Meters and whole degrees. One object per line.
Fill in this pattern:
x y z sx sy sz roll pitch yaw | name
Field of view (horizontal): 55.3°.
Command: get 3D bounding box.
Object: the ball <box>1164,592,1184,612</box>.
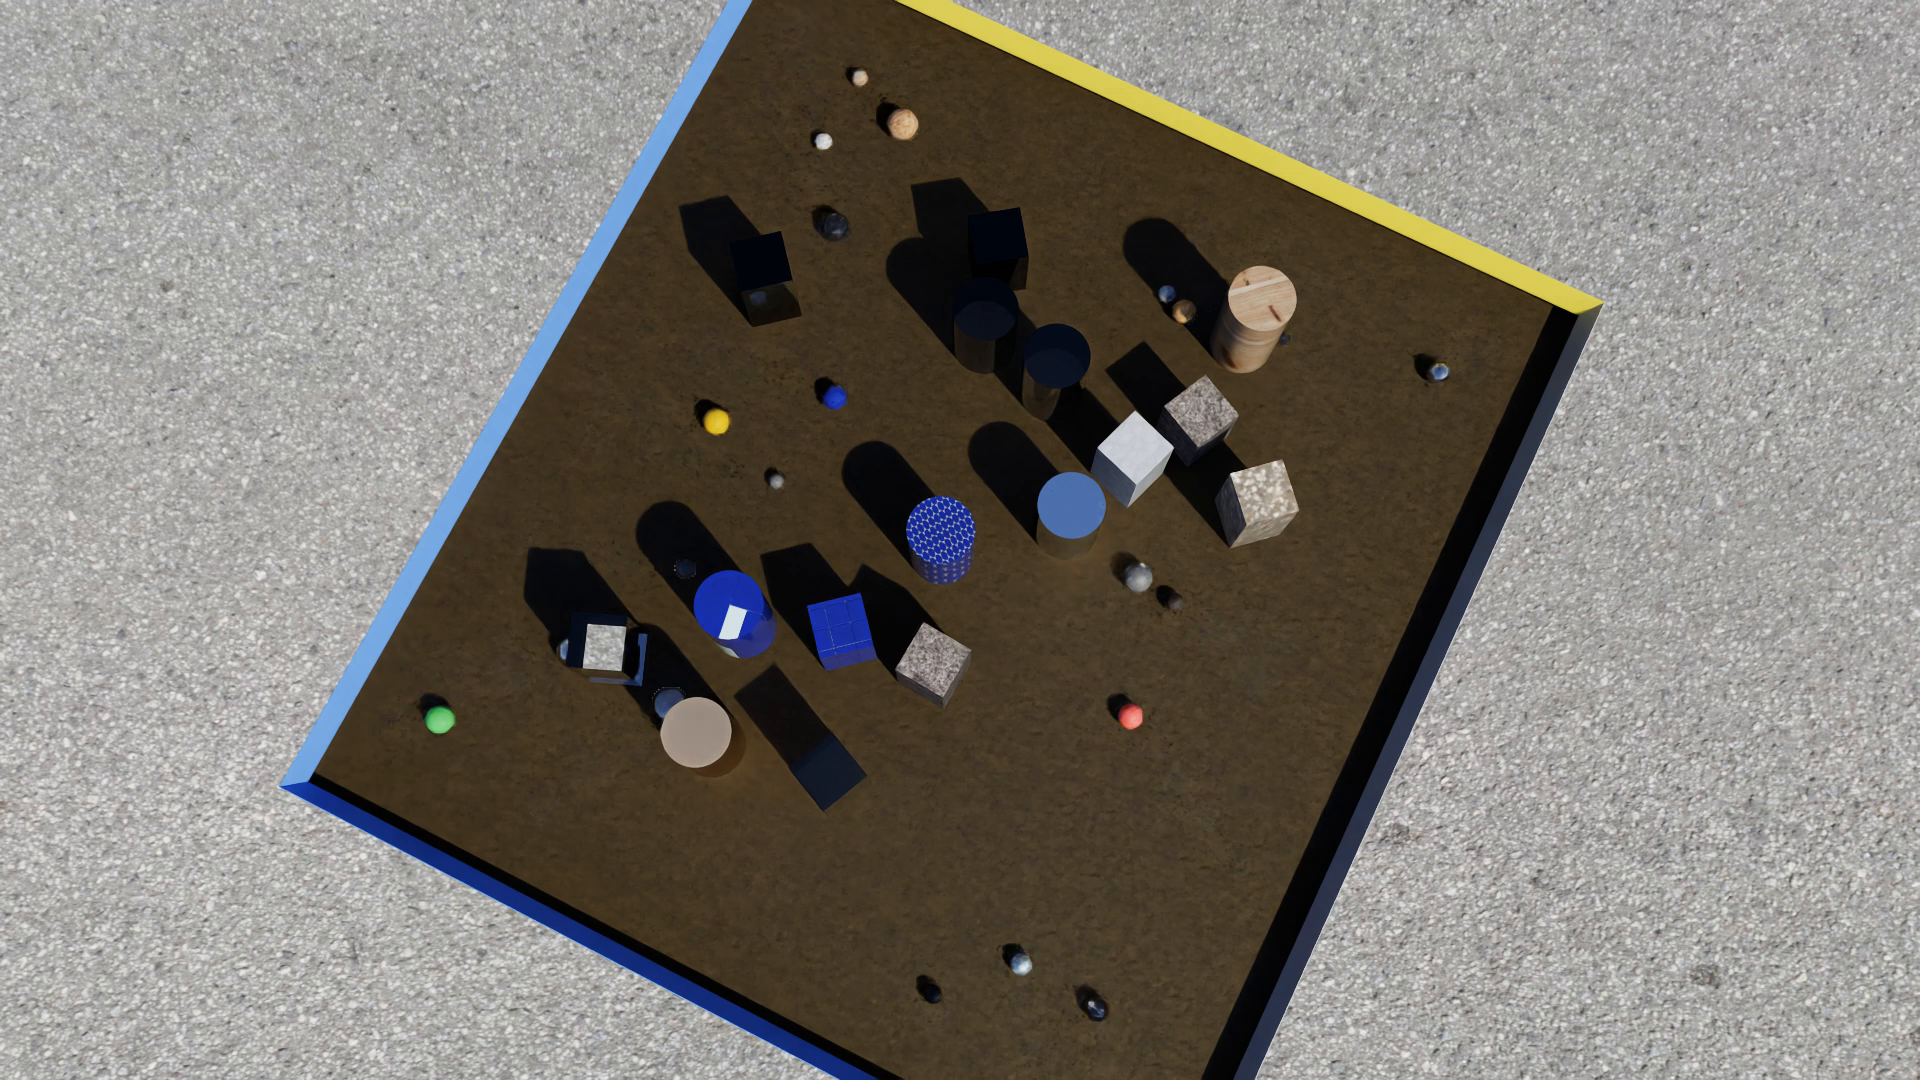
0.649 0.190 5.547 0.060 0.060 0.060 0 78 0 | ball

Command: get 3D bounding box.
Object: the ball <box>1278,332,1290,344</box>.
1.010 -0.631 5.726 0.042 0.042 0.042 0 78 0 | ball

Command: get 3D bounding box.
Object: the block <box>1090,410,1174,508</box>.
0.513 -0.238 5.505 0.159 0.314 0.159 44 82 8 | block

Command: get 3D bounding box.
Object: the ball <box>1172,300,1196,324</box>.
0.700 -0.714 5.726 0.075 0.075 0.075 0 78 0 | ball

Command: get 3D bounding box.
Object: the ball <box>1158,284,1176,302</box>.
0.649 -0.773 5.748 0.056 0.056 0.056 0 78 0 | ball

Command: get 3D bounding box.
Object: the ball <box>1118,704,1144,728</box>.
0.509 0.526 5.469 0.076 0.076 0.076 0 78 0 | ball

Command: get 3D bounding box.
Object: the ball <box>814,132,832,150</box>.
-0.436 -1.273 5.852 0.054 0.054 0.054 0 78 0 | ball

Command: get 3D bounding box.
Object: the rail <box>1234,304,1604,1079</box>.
1.270 0.629 5.420 0.045 0.129 3.100 26 80 5 | rail

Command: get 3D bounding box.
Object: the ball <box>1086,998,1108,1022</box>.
0.396 1.359 5.301 0.068 0.068 0.068 0 78 0 | ball

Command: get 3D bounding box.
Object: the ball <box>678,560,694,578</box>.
-0.834 0.087 5.572 0.052 0.052 0.052 0 78 0 | ball

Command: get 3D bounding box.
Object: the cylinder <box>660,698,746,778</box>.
-0.740 0.575 5.316 0.199 0.355 0.199 0 78 0 | cylinder

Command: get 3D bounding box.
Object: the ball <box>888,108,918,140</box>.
-0.183 -1.325 5.840 0.099 0.099 0.099 0 78 0 | ball

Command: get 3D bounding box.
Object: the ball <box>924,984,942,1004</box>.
-0.080 1.317 5.316 0.055 0.055 0.055 0 78 0 | ball

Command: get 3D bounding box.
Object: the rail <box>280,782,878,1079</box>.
-0.683 1.344 5.272 2.888 0.129 0.045 26 80 5 | rail

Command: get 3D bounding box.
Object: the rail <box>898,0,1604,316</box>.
0.683 -1.330 5.825 2.888 0.129 0.045 26 80 5 | rail

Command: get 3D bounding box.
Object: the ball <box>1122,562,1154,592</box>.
0.538 0.114 5.546 0.091 0.091 0.091 0 78 0 | ball

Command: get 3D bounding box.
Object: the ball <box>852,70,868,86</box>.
-0.323 -1.487 5.897 0.054 0.054 0.054 0 78 0 | ball

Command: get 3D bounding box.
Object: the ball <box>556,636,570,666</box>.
-1.161 0.334 5.497 0.098 0.098 0.098 0 78 0 | ball

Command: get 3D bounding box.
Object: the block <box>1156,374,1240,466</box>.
0.718 -0.359 5.564 0.159 0.248 0.159 -37 81 -7 | block

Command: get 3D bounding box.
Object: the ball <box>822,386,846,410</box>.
-0.388 -0.440 5.669 0.076 0.076 0.076 0 78 0 | ball

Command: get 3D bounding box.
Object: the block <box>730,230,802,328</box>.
-0.593 -0.795 5.612 0.159 0.331 0.159 -13 79 -3 | block

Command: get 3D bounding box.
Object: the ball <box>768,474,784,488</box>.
-0.564 -0.181 5.630 0.047 0.047 0.047 0 78 0 | ball

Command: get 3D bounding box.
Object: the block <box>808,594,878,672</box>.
-0.346 0.274 5.421 0.159 0.272 0.159 -14 79 -3 | block

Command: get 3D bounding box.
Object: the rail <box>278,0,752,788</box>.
-1.270 -0.615 5.677 0.045 0.129 3.100 26 80 5 | rail

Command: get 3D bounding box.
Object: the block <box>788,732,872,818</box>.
-0.372 0.684 5.311 0.159 0.320 0.159 -39 81 -7 | block

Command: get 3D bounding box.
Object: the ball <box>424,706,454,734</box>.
-1.551 0.535 5.462 0.085 0.085 0.085 0 78 0 | ball

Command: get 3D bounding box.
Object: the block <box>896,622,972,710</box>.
-0.077 0.372 5.383 0.159 0.307 0.159 30 80 6 | block

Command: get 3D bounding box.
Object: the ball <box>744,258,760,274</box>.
-0.655 -0.859 5.756 0.050 0.050 0.050 0 78 0 | ball

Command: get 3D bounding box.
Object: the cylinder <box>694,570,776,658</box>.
-0.655 0.222 5.373 0.199 0.386 0.199 0 78 0 | cylinder

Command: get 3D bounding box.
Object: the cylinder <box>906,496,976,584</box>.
-0.055 0.005 5.443 0.199 0.338 0.199 0 78 0 | cylinder

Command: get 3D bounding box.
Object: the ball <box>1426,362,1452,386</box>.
1.485 -0.517 5.685 0.075 0.075 0.075 0 78 0 | ball

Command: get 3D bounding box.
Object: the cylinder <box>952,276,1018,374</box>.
0.075 -0.650 5.580 0.199 0.336 0.199 0 78 0 | cylinder

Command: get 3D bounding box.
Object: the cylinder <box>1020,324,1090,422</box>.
0.283 -0.502 5.535 0.199 0.364 0.199 0 78 0 | cylinder

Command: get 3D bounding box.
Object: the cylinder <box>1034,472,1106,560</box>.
0.324 -0.069 5.468 0.199 0.320 0.199 0 78 0 | cylinder

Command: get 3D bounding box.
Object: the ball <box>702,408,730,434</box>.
-0.752 -0.366 5.650 0.083 0.083 0.083 0 78 0 | ball

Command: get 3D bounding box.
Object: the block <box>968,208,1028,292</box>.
0.116 -0.885 5.651 0.159 0.291 0.159 -9 78 -2 | block

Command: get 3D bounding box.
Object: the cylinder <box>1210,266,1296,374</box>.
0.880 -0.660 5.537 0.199 0.424 0.199 0 78 0 | cylinder

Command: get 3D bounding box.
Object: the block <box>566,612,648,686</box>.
-1.033 0.322 5.376 0.159 0.341 0.159 4 78 1 | block

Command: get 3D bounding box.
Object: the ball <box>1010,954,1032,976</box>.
0.178 1.235 5.329 0.063 0.063 0.063 0 78 0 | ball

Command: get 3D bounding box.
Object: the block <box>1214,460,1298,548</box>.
0.881 -0.104 5.464 0.159 0.341 0.159 -15 79 -3 | block

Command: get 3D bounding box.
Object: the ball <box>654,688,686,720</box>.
-0.863 0.491 5.461 0.095 0.095 0.095 0 78 0 | ball

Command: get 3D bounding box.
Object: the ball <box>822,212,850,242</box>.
-0.391 -0.985 5.774 0.092 0.092 0.092 0 78 0 | ball
